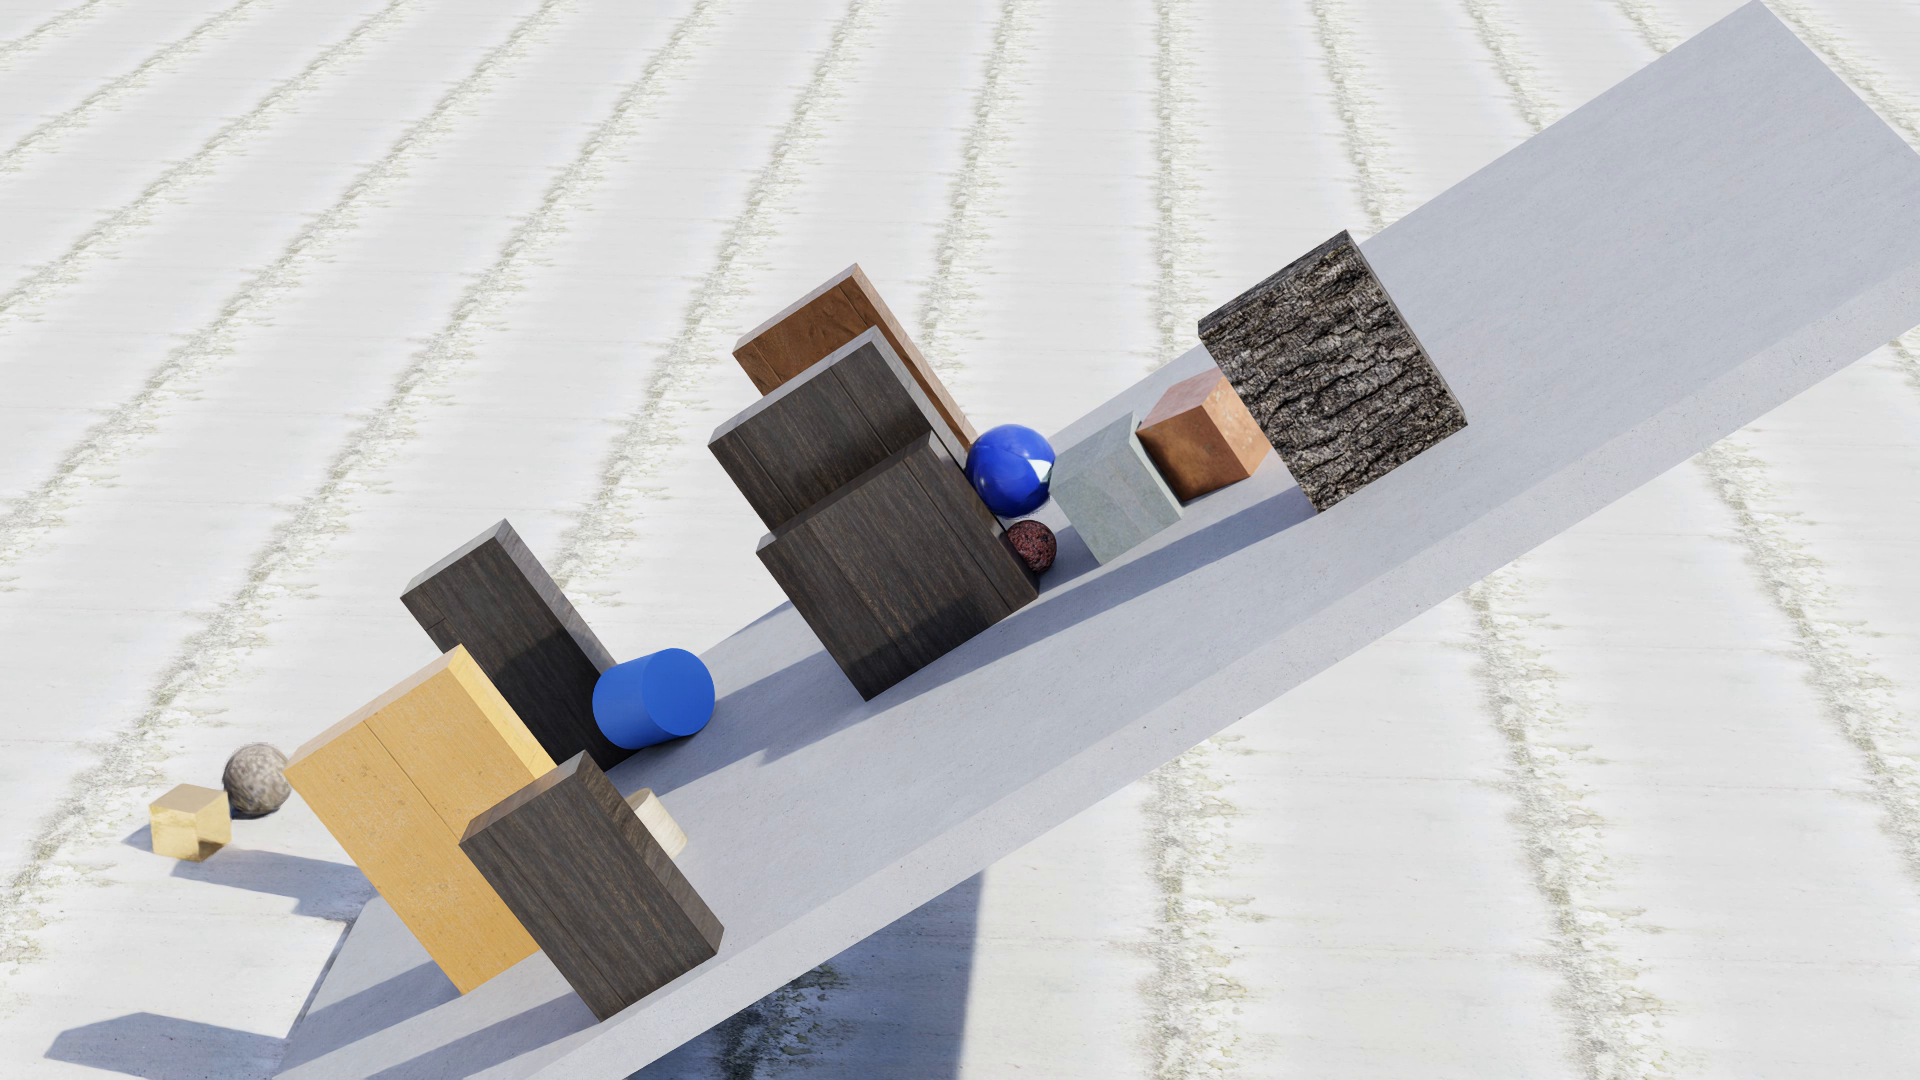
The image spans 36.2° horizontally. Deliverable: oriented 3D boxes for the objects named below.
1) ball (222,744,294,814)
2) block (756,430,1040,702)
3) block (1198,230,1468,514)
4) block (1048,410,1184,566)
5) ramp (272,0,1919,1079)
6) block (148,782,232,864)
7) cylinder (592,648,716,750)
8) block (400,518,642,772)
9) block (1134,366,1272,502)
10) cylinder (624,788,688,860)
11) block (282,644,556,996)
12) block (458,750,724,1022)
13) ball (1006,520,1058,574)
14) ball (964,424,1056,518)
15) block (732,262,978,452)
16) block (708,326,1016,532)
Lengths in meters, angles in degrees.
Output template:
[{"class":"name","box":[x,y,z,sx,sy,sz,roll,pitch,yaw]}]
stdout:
[{"class":"ball","box":[-1.920,0.655,8.050,0.191,0.191,0.191,0,21,0]},{"class":"block","box":[-0.131,0.058,6.246,0.445,0.410,0.091,-32,16,14]},{"class":"block","box":[0.702,-0.315,5.546,0.329,0.423,0.099,-32,16,14]},{"class":"block","box":[0.330,-0.110,6.160,0.199,0.199,0.199,-31,16,17]},{"class":"ramp","box":[0.137,0.172,6.301,4.000,0.100,2.000,-32,16,14]},{"class":"block","box":[-2.054,0.755,7.852,0.146,0.146,0.146,8,22,21]},{"class":"cylinder","box":[-0.724,0.376,6.952,0.208,0.208,0.208,-20,1,-42]},{"class":"block","box":[-1.028,0.289,7.064,0.287,0.631,0.125,-32,16,14]},{"class":"block","box":[0.520,-0.228,6.129,0.185,0.185,0.185,-22,20,41]},{"class":"cylinder","box":[-0.672,0.621,6.249,0.135,0.135,0.135,-33,15,10]},{"class":"block","box":[-1.051,0.595,6.210,0.443,0.624,0.124,-32,16,14]},{"class":"block","box":[-0.697,0.659,5.586,0.277,0.450,0.104,-32,16,14]},{"class":"ball","box":[0.148,0.016,6.323,0.121,0.121,0.121,0,21,0]},{"class":"ball","box":[0.110,-0.149,6.281,0.201,0.201,0.201,0,21,0]},{"class":"block","box":[-0.216,-0.304,7.083,0.350,0.636,0.116,-32,16,14]},{"class":"block","box":[-0.189,-0.091,6.423,0.433,0.618,0.117,-32,16,14]}]
